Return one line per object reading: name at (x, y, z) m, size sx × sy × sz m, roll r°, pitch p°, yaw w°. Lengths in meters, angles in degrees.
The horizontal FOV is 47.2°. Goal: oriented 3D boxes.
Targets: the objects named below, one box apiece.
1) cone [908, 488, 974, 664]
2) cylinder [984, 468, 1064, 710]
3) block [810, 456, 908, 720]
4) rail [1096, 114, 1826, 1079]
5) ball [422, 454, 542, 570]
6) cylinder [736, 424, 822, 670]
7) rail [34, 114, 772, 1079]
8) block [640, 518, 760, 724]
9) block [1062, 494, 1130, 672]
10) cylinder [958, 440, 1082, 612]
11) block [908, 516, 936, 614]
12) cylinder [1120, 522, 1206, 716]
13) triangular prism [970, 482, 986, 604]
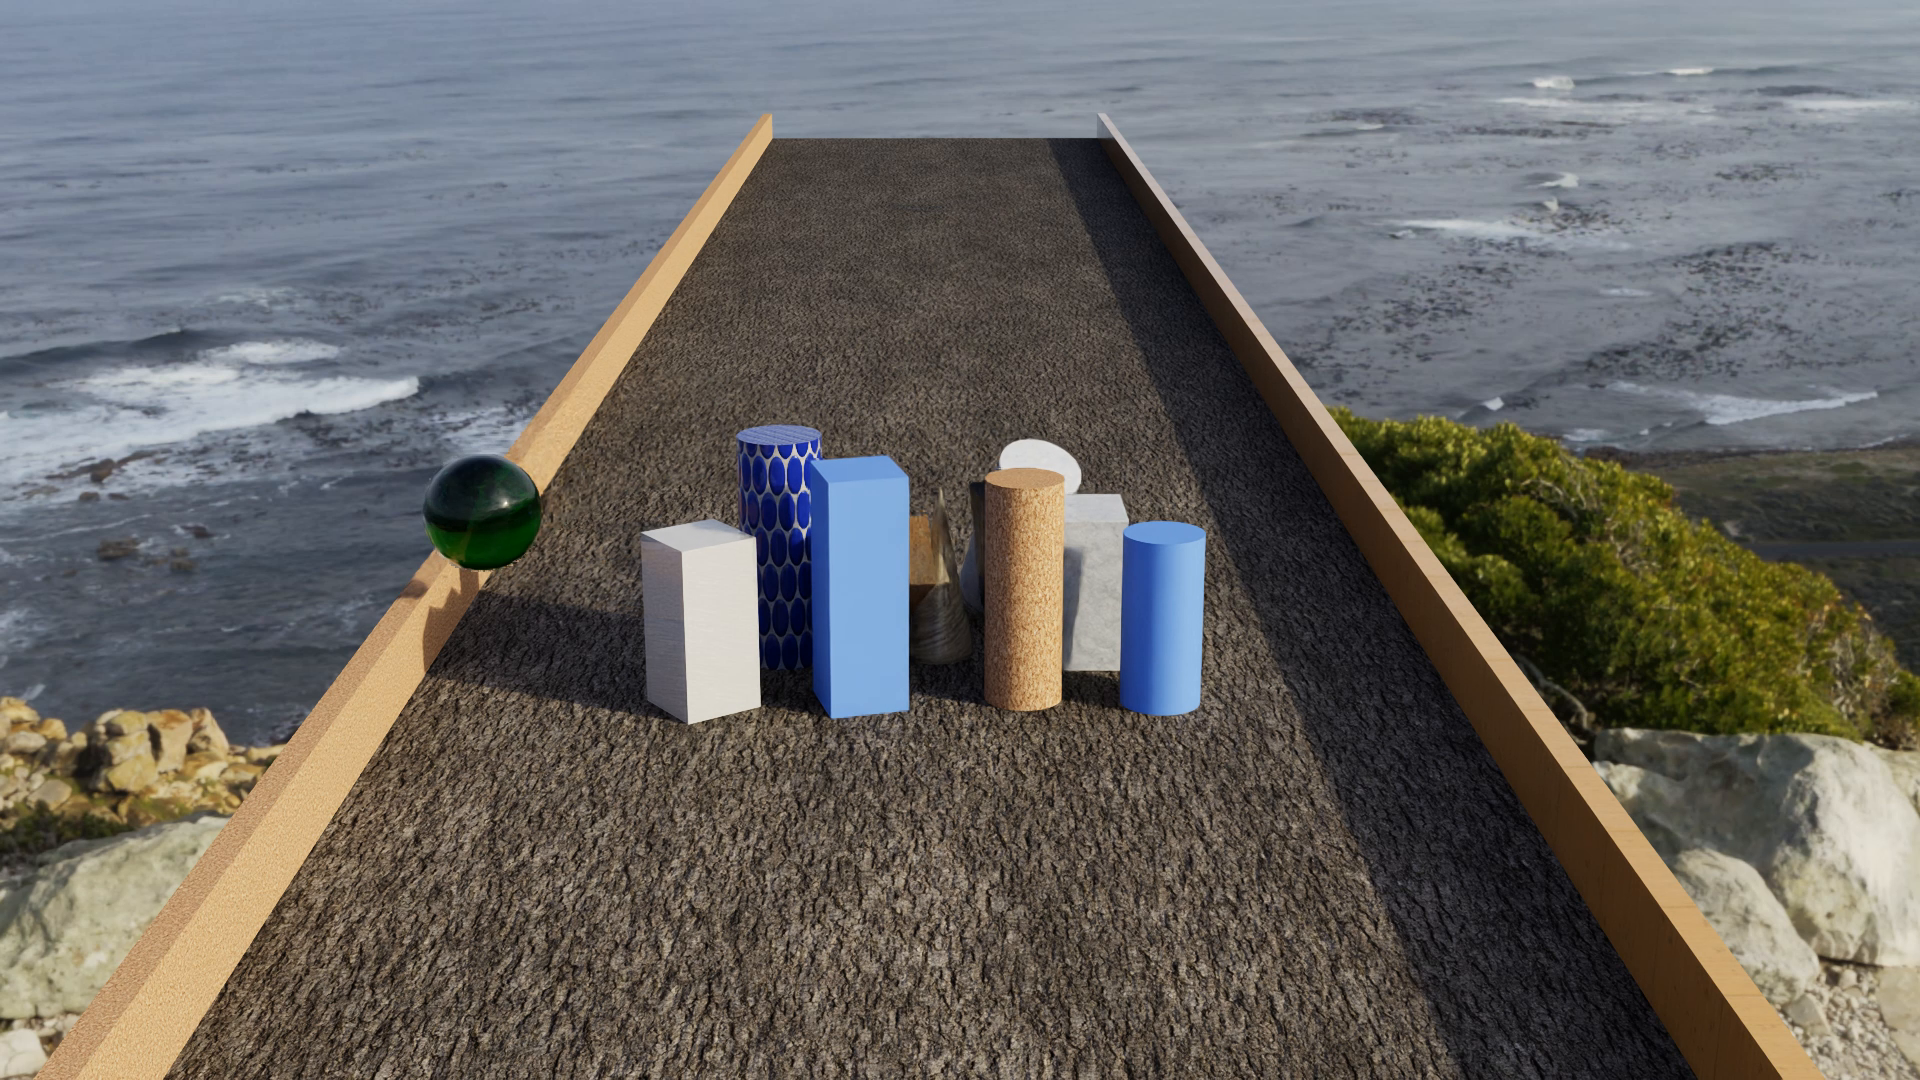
cone at (-0.041, 0.059, 4.405) m, size 0.140 × 0.355 × 0.140 m, roll 0°, pitch 17°, yaw 0°
cylinder at (0.121, 0.093, 4.153) m, size 0.149 × 0.434 × 0.149 m, roll 0°, pitch 17°, yaw 0°
block at (-0.188, 0.087, 4.120) m, size 0.150 × 0.460 × 0.150 m, roll -5°, pitch 19°, yaw -16°
rail at (0.932, -0.844, 7.801) m, size 0.050 × 0.150 × 12.000 m, roll 0°, pitch 17°, yaw -1°
ball at (-0.915, -0.054, 4.215) m, size 0.225 × 0.225 × 0.225 m, roll 0°, pitch 17°, yaw 0°
cylinder at (-0.355, 0.014, 4.374) m, size 0.167 × 0.459 × 0.167 m, roll 0°, pitch 17°, yaw 0°
rail at (-1.118, -0.838, 7.780) m, size 0.050 × 0.150 × 12.000 m, roll 0°, pitch 17°, yaw -1°
block at (-0.487, 0.151, 4.133) m, size 0.156 × 0.334 × 0.156 m, roll -12°, pitch 20°, yaw -35°
block at (0.239, 0.084, 4.383) m, size 0.170 × 0.312 × 0.170 m, roll -1°, pitch 19°, yaw -2°
cylinder at (0.122, -0.021, 4.597) m, size 0.172 × 0.362 × 0.172 m, roll 10°, pitch 44°, yaw -9°
block at (-0.173, 0.077, 4.405) m, size 0.142 × 0.142 × 0.345 m, roll -2°, pitch -19°, yaw -19°
cylinder at (0.381, 0.147, 4.147) m, size 0.154 × 0.335 × 0.154 m, roll 0°, pitch 17°, yaw 0°
triangular prism at (0.105, 0.022, 4.450) m, size 0.097 × 0.385 × 0.112 m, roll -30°, pitch 55°, yaw -18°
